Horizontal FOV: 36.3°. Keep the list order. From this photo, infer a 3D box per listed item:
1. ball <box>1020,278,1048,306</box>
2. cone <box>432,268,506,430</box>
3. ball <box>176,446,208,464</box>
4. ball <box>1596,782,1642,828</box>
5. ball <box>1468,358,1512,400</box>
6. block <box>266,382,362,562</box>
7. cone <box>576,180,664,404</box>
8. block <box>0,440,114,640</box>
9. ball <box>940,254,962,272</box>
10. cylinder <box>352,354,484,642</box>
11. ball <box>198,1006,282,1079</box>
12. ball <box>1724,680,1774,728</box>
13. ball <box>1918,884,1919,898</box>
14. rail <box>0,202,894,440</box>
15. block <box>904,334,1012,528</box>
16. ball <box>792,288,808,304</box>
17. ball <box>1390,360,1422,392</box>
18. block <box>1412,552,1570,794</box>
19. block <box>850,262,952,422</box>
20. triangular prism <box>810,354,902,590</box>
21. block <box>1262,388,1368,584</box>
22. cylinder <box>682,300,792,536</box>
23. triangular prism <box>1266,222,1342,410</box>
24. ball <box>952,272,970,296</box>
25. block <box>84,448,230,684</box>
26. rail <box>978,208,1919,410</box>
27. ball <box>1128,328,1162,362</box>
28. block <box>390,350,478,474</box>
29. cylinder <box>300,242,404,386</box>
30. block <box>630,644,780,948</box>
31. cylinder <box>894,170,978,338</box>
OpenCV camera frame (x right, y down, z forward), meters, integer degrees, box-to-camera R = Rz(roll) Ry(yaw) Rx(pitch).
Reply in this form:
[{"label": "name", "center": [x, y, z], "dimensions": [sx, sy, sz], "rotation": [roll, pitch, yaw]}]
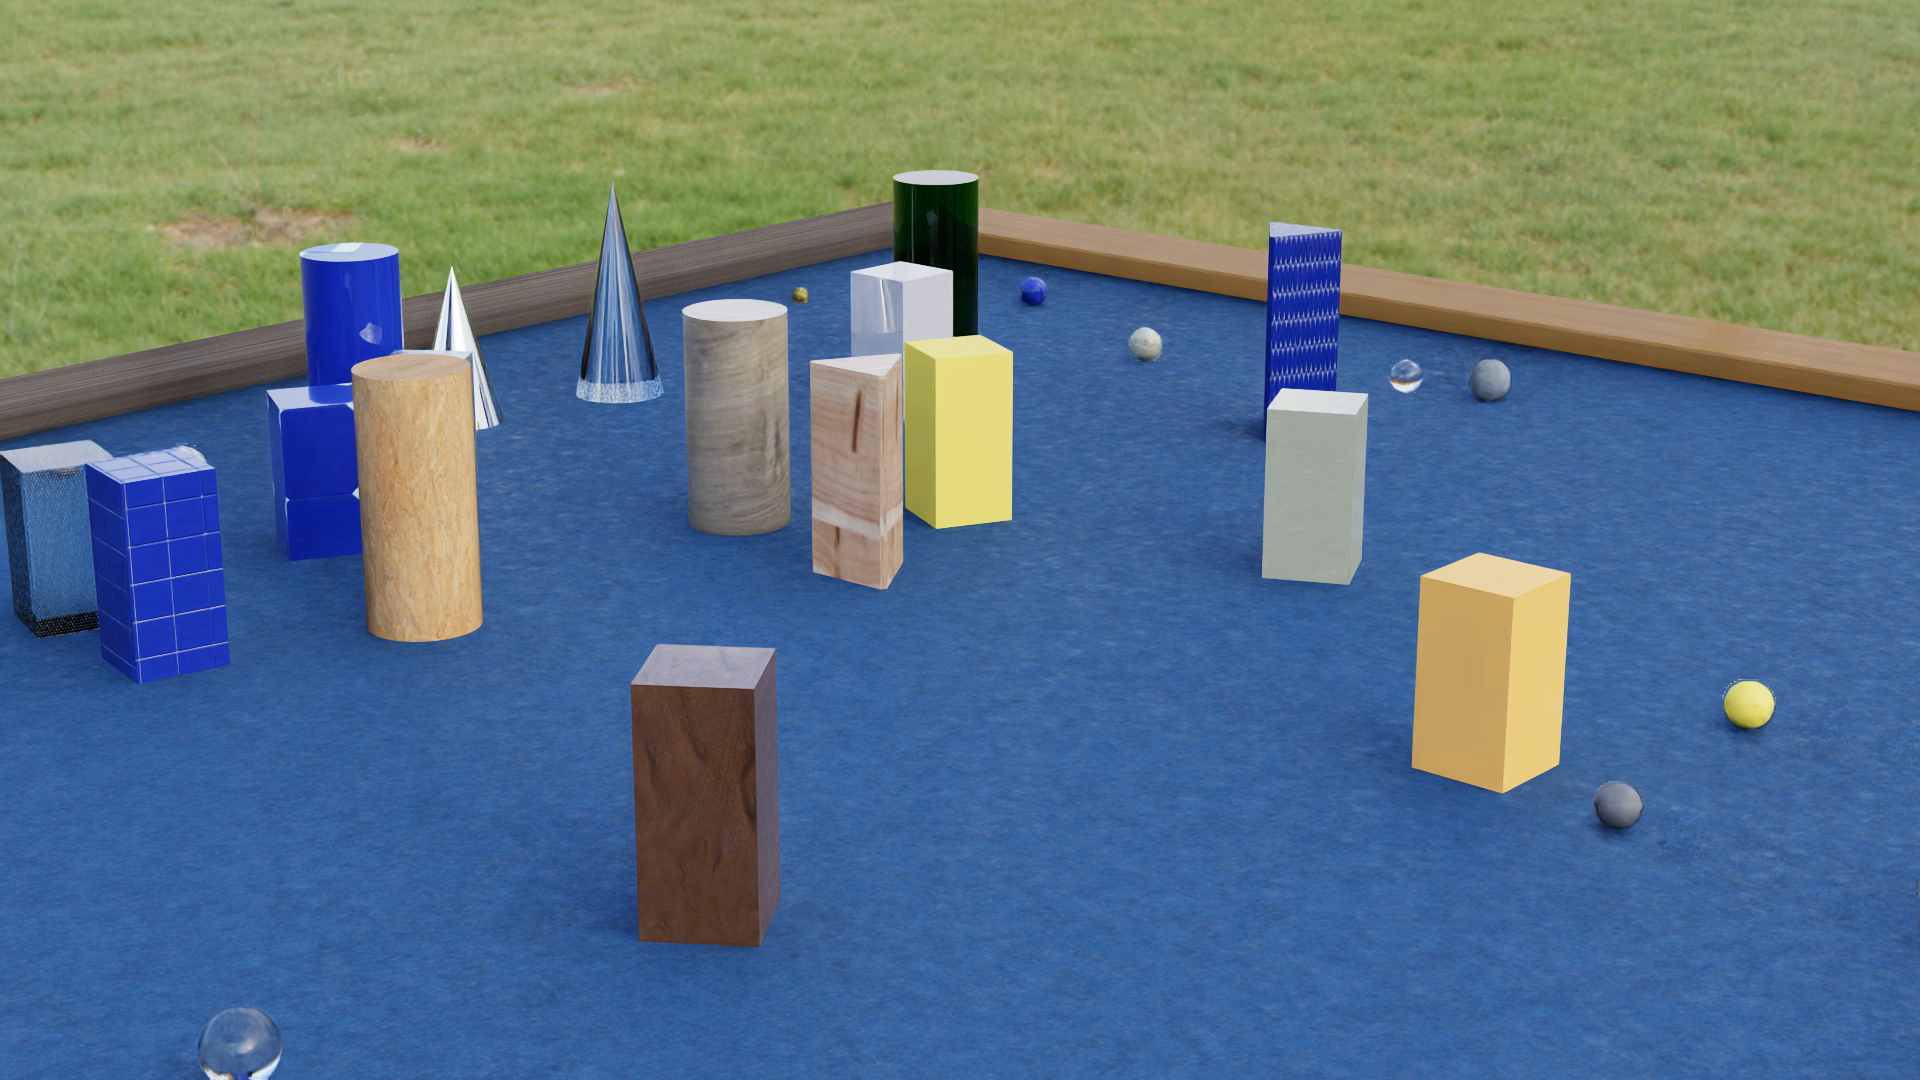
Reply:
[{"label": "ball", "center": [0.186, -0.627, 7.403], "dimensions": [0.071, 0.071, 0.071], "rotation": [0, 17, 0]}, {"label": "cone", "center": [-1.076, -0.419, 6.255], "dimensions": [0.195, 0.337, 0.195], "rotation": [0, 17, 0]}, {"label": "ball", "center": [-1.518, -0.135, 5.727], "dimensions": [0.097, 0.097, 0.097], "rotation": [0, 17, 0]}, {"label": "ball", "center": [0.922, 0.372, 4.105], "dimensions": [0.064, 0.064, 0.064], "rotation": [0, 17, 0]}, {"label": "ball", "center": [1.167, -0.353, 6.460], "dimensions": [0.092, 0.092, 0.092], "rotation": [0, 17, 0]}, {"label": "block", "center": [-1.171, -0.126, 5.377], "dimensions": [0.156, 0.283, 0.156], "rotation": [-6, 18, -20]}, {"label": "cone", "center": [-0.758, -0.559, 6.468], "dimensions": [0.195, 0.482, 0.195], "rotation": [0, 17, 0]}, {"label": "block", "center": [-1.514, -0.003, 4.960], "dimensions": [0.156, 0.288, 0.156], "rotation": [-10, 19, -30]}, {"label": "ball", "center": [-0.024, -0.724, 7.743], "dimensions": [0.061, 0.061, 0.061], "rotation": [0, 17, 0]}, {"label": "cylinder", "center": [-0.908, -0.072, 4.914], "dimensions": [0.195, 0.447, 0.195], "rotation": [0, 17, 0]}, {"label": "ball", "center": [-0.824, 0.582, 3.356], "dimensions": [0.094, 0.094, 0.094], "rotation": [0, 17, 0]}, {"label": "ball", "center": [1.207, 0.252, 4.485], "dimensions": [0.074, 0.074, 0.074], "rotation": [0, 17, 0]}, {"label": "ball", "center": [1.284, 0.455, 3.798], "dimensions": [0.081, 0.081, 0.081], "rotation": [0, 17, 0]}, {"label": "rail", "center": [-1.648, -0.382, 6.490], "dimensions": [0.045, 0.127, 4.688], "rotation": [14, 22, 39]}, {"label": "block", "center": [-0.003, -0.207, 5.568], "dimensions": [0.156, 0.327, 0.156], "rotation": [-7, 18, -22]}, {"label": "ball", "center": [-0.406, -0.620, 7.434], "dimensions": [0.041, 0.041, 0.041], "rotation": [0, 17, 0]}, {"label": "ball", "center": [0.993, -0.365, 6.531], "dimensions": [0.073, 0.073, 0.073], "rotation": [0, 17, 0]}, {"label": "block", "center": [0.778, 0.192, 4.297], "dimensions": [0.156, 0.297, 0.156], "rotation": [15, 22, 40]}, {"label": "block", "center": [-0.125, -0.432, 6.350], "dimensions": [0.156, 0.305, 0.156], "rotation": [15, 22, 40]}, {"label": "triangular prism", "center": [-0.153, -0.130, 5.209], "dimensions": [0.169, 0.386, 0.146], "rotation": [13, 21, 38]}, {"label": "block", "center": [0.634, -0.097, 5.232], "dimensions": [0.156, 0.310, 0.156], "rotation": [5, 17, 15]}, {"label": "cylinder", "center": [-0.418, -0.232, 5.510], "dimensions": [0.195, 0.408, 0.195], "rotation": [0, 17, 0]}, {"label": "triangular prism", "center": [0.684, -0.441, 6.158], "dimensions": [0.169, 0.435, 0.146], "rotation": [-7, 18, -23]}, {"label": "ball", "center": [-0.006, -0.658, 7.526], "dimensions": [0.060, 0.060, 0.060], "rotation": [0, 17, 0]}, {"label": "block", "center": [-1.297, 0.039, 4.743], "dimensions": [0.156, 0.332, 0.156], "rotation": [-12, 21, -34]}, {"label": "rail", "center": [1.521, -0.474, 6.798], "dimensions": [4.413, 0.127, 0.045], "rotation": [14, 22, 39]}, {"label": "ball", "center": [0.431, -0.455, 6.822], "dimensions": [0.078, 0.078, 0.078], "rotation": [0, 17, 0]}, {"label": "block", "center": [-1.053, -0.236, 5.800], "dimensions": [0.156, 0.249, 0.156], "rotation": [1, 17, 4]}, {"label": "cylinder", "center": [-1.223, -0.371, 5.935], "dimensions": [0.195, 0.430, 0.195], "rotation": [0, 17, 0]}, {"label": "block", "center": [-0.323, 0.326, 3.762], "dimensions": [0.156, 0.349, 0.156], "rotation": [2, 17, 6]}, {"label": "cylinder", "center": [-0.055, -0.614, 6.724], "dimensions": [0.195, 0.438, 0.195], "rotation": [0, 17, 0]}]
